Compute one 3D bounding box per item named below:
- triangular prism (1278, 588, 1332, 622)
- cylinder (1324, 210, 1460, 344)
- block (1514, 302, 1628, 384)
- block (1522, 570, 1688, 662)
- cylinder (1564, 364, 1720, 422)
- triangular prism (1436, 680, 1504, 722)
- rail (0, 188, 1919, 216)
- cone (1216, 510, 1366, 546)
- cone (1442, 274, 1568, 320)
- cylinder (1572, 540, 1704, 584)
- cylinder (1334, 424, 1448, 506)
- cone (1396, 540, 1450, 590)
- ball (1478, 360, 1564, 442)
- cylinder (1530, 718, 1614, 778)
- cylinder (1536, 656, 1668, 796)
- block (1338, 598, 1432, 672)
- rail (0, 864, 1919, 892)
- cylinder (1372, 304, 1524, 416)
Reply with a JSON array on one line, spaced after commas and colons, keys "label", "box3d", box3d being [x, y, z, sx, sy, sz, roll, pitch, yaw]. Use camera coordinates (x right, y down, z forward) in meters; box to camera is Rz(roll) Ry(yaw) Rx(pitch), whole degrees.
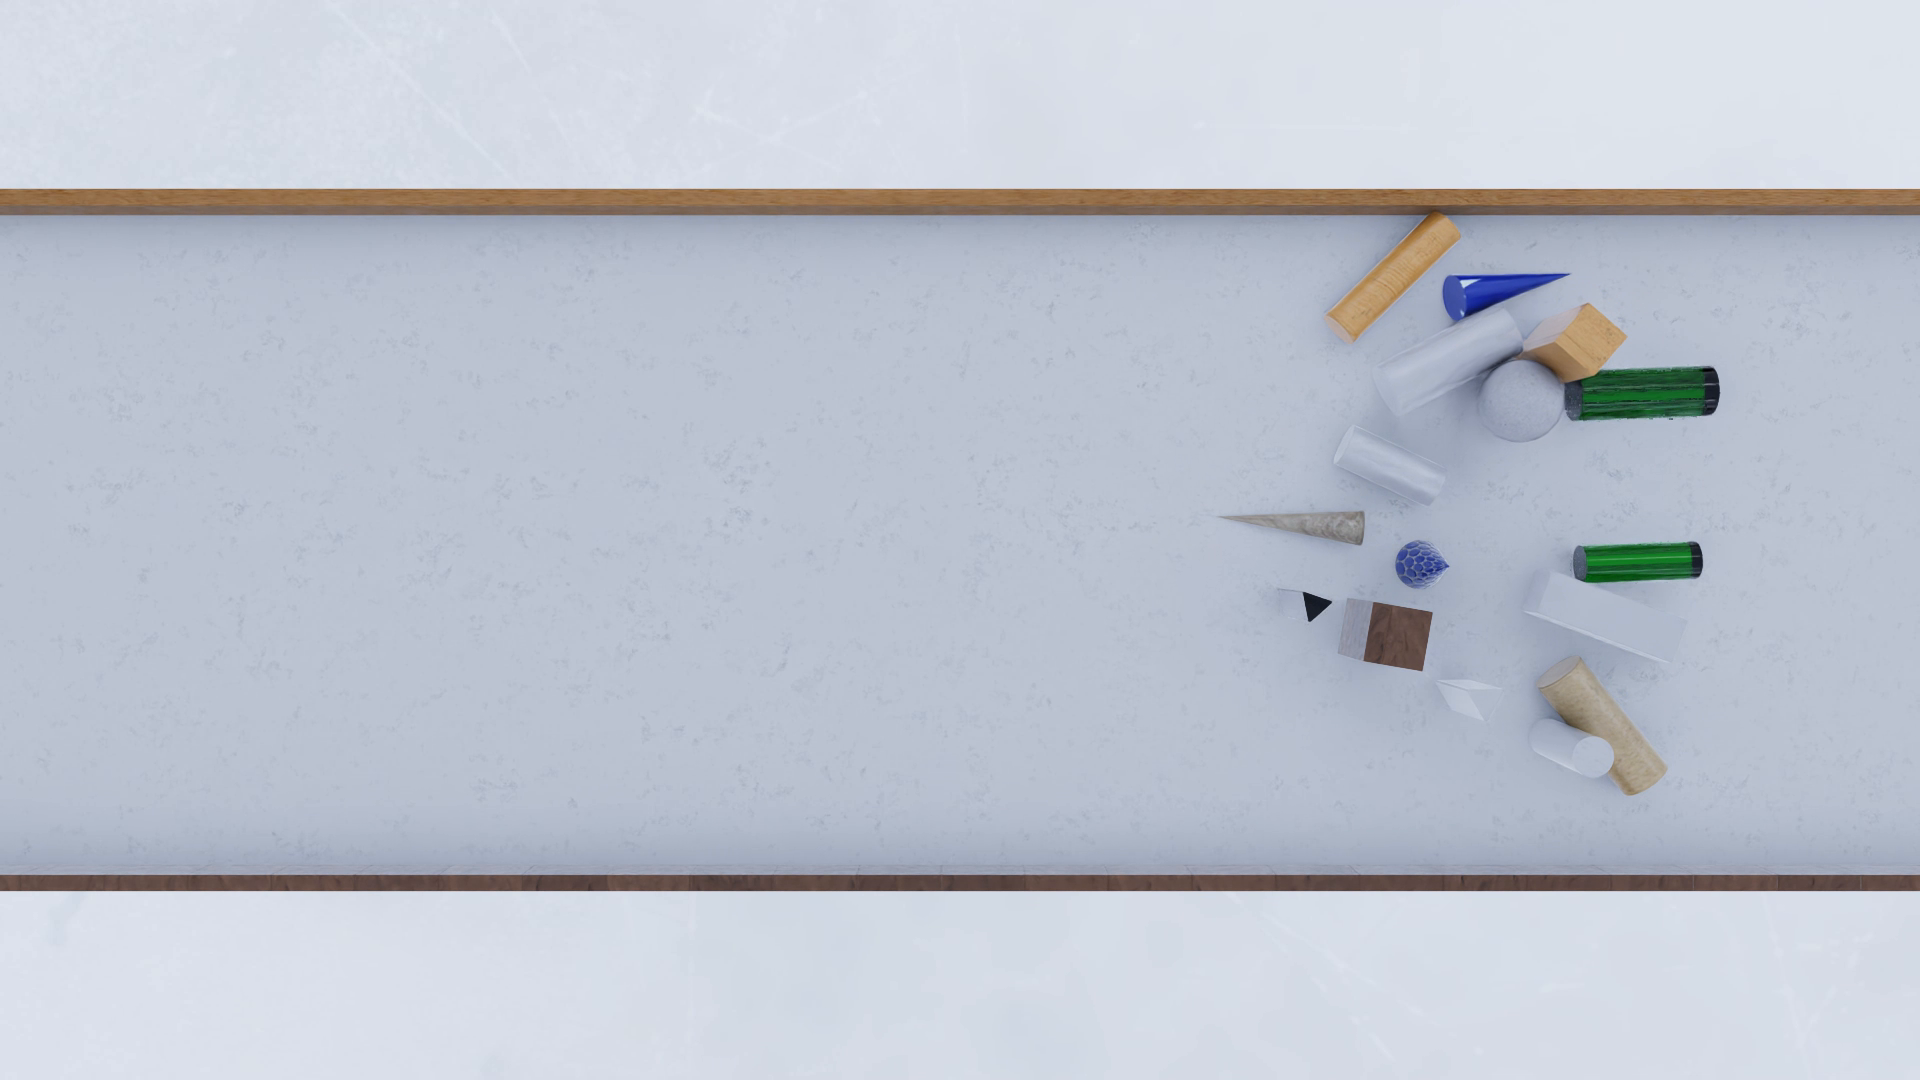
[{"label": "triangular prism", "box3d": [1.004, 0.177, 4.892, 0.088, 0.370, 0.076, -41, 90, 0]}, {"label": "cylinder", "box3d": [1.314, -0.798, 5.016, 0.456, 0.121, 0.121, -44, 90, 0]}, {"label": "block", "box3d": [1.804, -0.574, 4.894, 0.149, 0.365, 0.149, 41, 90, 0]}, {"label": "block", "box3d": [1.954, 0.230, 5.008, 0.433, 0.136, 0.136, 20, 90, 0]}, {"label": "cylinder", "box3d": [2.064, -0.445, 4.999, 0.410, 0.155, 0.155, -2, 90, 0]}, {"label": "triangular prism", "box3d": [1.529, 0.455, 4.915, 0.091, 0.322, 0.105, -31, 90, 0]}, {"label": "rail", "box3d": [-2.247, -1.025, 5.002, 12.000, 0.150, 0.050, 0, 90, 0]}, {"label": "cone", "box3d": [1.003, -0.054, 5.050, 0.450, 0.108, 0.108, 5, 90, 7]}, {"label": "cone", "box3d": [1.693, -0.778, 5.042, 0.400, 0.139, 0.139, -12, 90, -10]}, {"label": "cylinder", "box3d": [2.061, 0.068, 5.018, 0.348, 0.117, 0.117, -2, 90, 0]}, {"label": "cylinder", "box3d": [1.306, -0.225, 5.010, 0.308, 0.132, 0.132, 25, 90, 0]}, {"label": "cone", "box3d": [1.416, 0.076, 4.922, 0.152, 0.310, 0.152, 0, 90, 0]}, {"label": "ball", "box3d": [1.683, -0.417, 4.952, 0.248, 0.248, 0.248, 0, 90, 0]}, {"label": "cylinder", "box3d": [1.803, 0.611, 4.875, 0.117, 0.398, 0.117, 0, 91, 2]}, {"label": "cylinder", "box3d": [1.945, 0.562, 4.999, 0.156, 0.156, 0.421, -39, 90, 0]}, {"label": "block", "box3d": [1.263, 0.279, 4.916, 0.174, 0.321, 0.174, 10, 90, 0]}, {"label": "rail", "box3d": [-2.247, 1.025, 5.001, 12.000, 0.150, 0.050, 0, 90, 0]}, {"label": "cylinder", "box3d": [1.475, -0.544, 4.992, 0.410, 0.169, 0.169, -28, 90, 0]}]
